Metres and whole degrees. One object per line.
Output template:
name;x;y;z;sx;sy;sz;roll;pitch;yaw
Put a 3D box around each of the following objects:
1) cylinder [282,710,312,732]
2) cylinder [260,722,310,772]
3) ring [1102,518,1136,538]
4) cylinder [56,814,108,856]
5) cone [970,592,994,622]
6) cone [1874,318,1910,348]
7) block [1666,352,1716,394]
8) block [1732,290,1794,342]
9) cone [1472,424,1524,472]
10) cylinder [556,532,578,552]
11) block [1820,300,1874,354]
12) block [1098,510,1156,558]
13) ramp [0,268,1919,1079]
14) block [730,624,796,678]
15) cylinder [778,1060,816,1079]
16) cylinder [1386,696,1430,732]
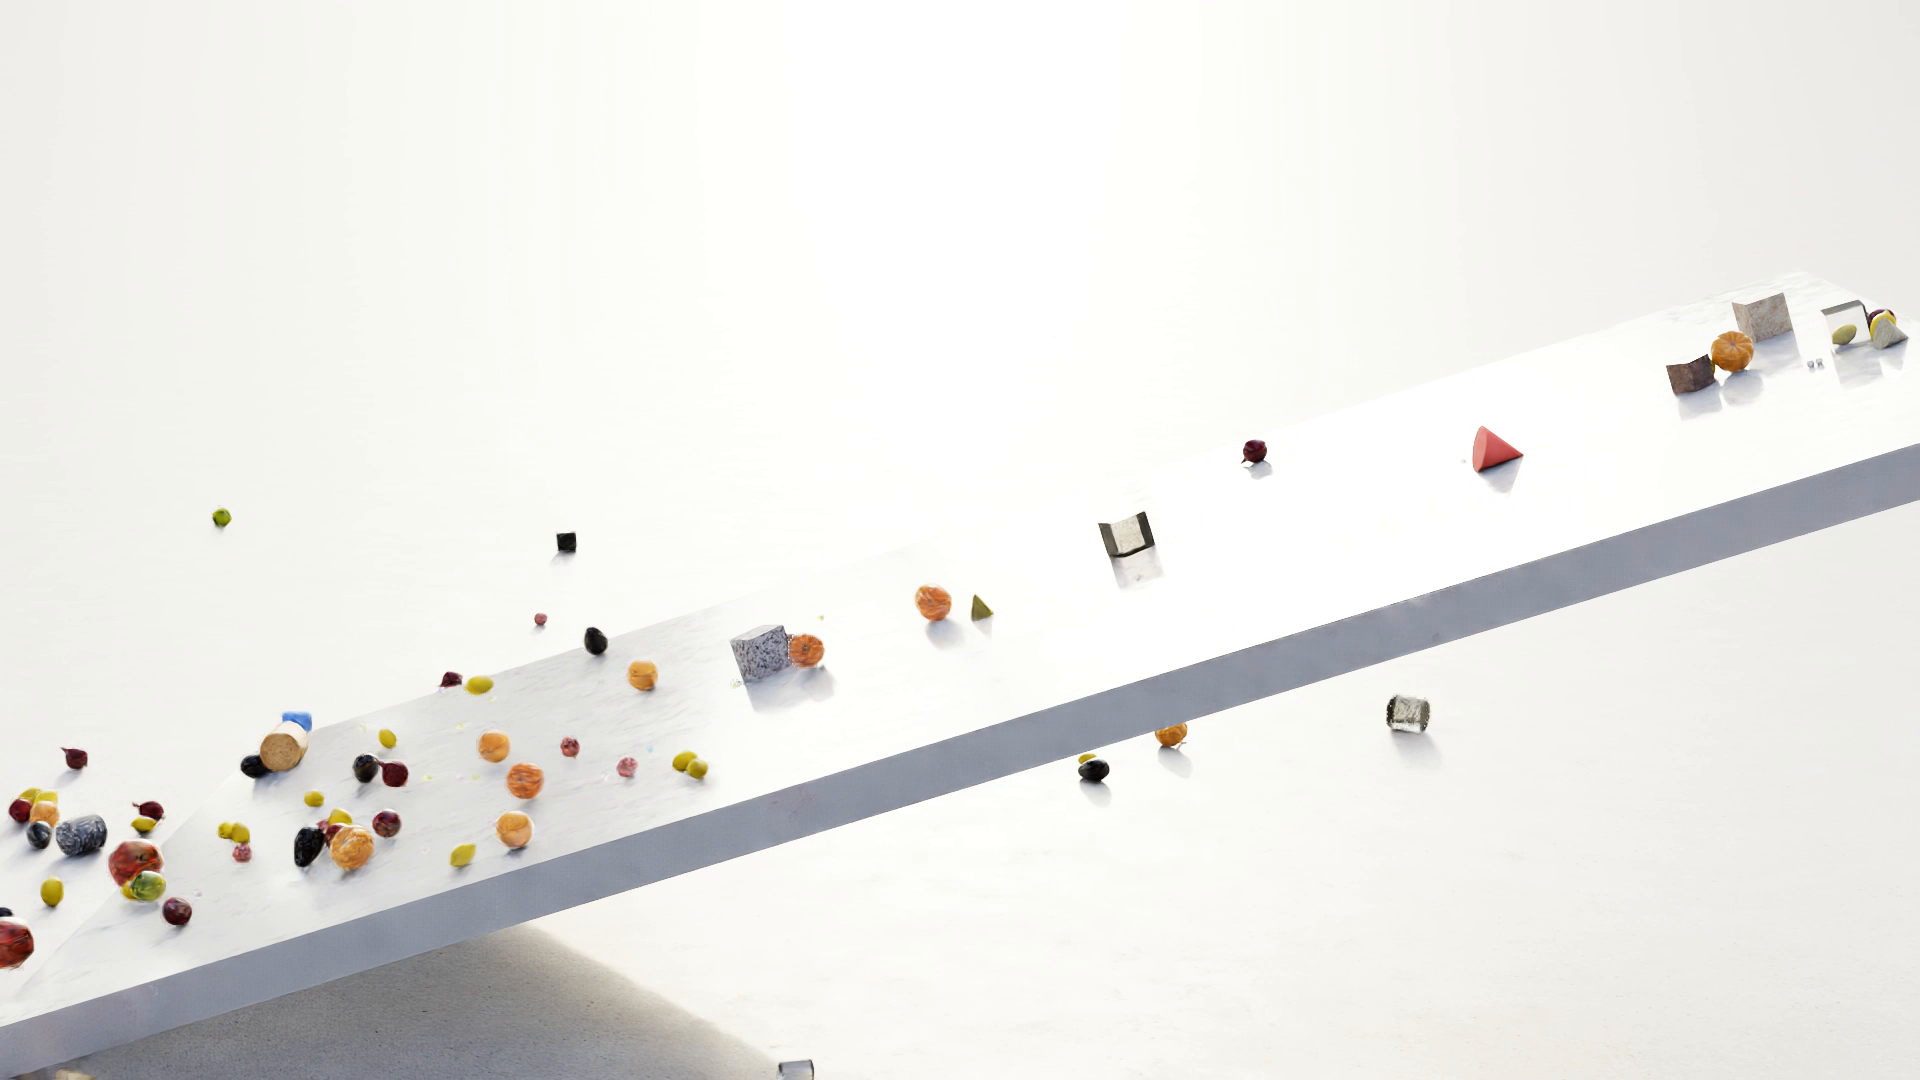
cylinder;-1.781;0.495;7.898;0.077;0.077;0.077;-2;12;-14
cylinder;-1.626;0.497;7.080;0.098;0.098;0.098;0;11;0
ring;0.357;-0.026;6.604;0.078;0.026;0.078;-18;12;4
cylinder;-2.066;0.693;6.919;0.084;0.084;0.084;8;14;33
cone;0.038;0.136;6.227;0.057;0.057;0.057;-18;10;3
cone;1.901;-0.416;5.975;0.064;0.064;0.064;7;9;-16
block;1.531;-0.349;6.165;0.064;0.064;0.064;-25;12;-32
block;1.758;-0.491;6.447;0.088;0.088;0.088;-19;10;-4
cone;1.118;-0.182;6.063;0.098;0.098;0.098;8;11;-6
cylinder;-1.380;0.005;10.326;0.065;0.065;0.065;-3;12;-14
block;1.833;-0.442;6.079;0.082;0.082;0.082;-16;11;12
block;0.361;-0.014;6.385;0.080;0.080;0.080;-23;11;-23
ramp;0.101;0.183;6.310;4.000;0.100;2.000;-17;10;5
block;-0.428;0.242;6.381;0.090;0.090;0.090;-25;12;-33
cylinder;-0.304;1.000;5.481;0.060;0.060;0.060;-3;12;-13
cylinder;1.216;0.472;7.979;0.092;0.092;0.092;7;13;30
